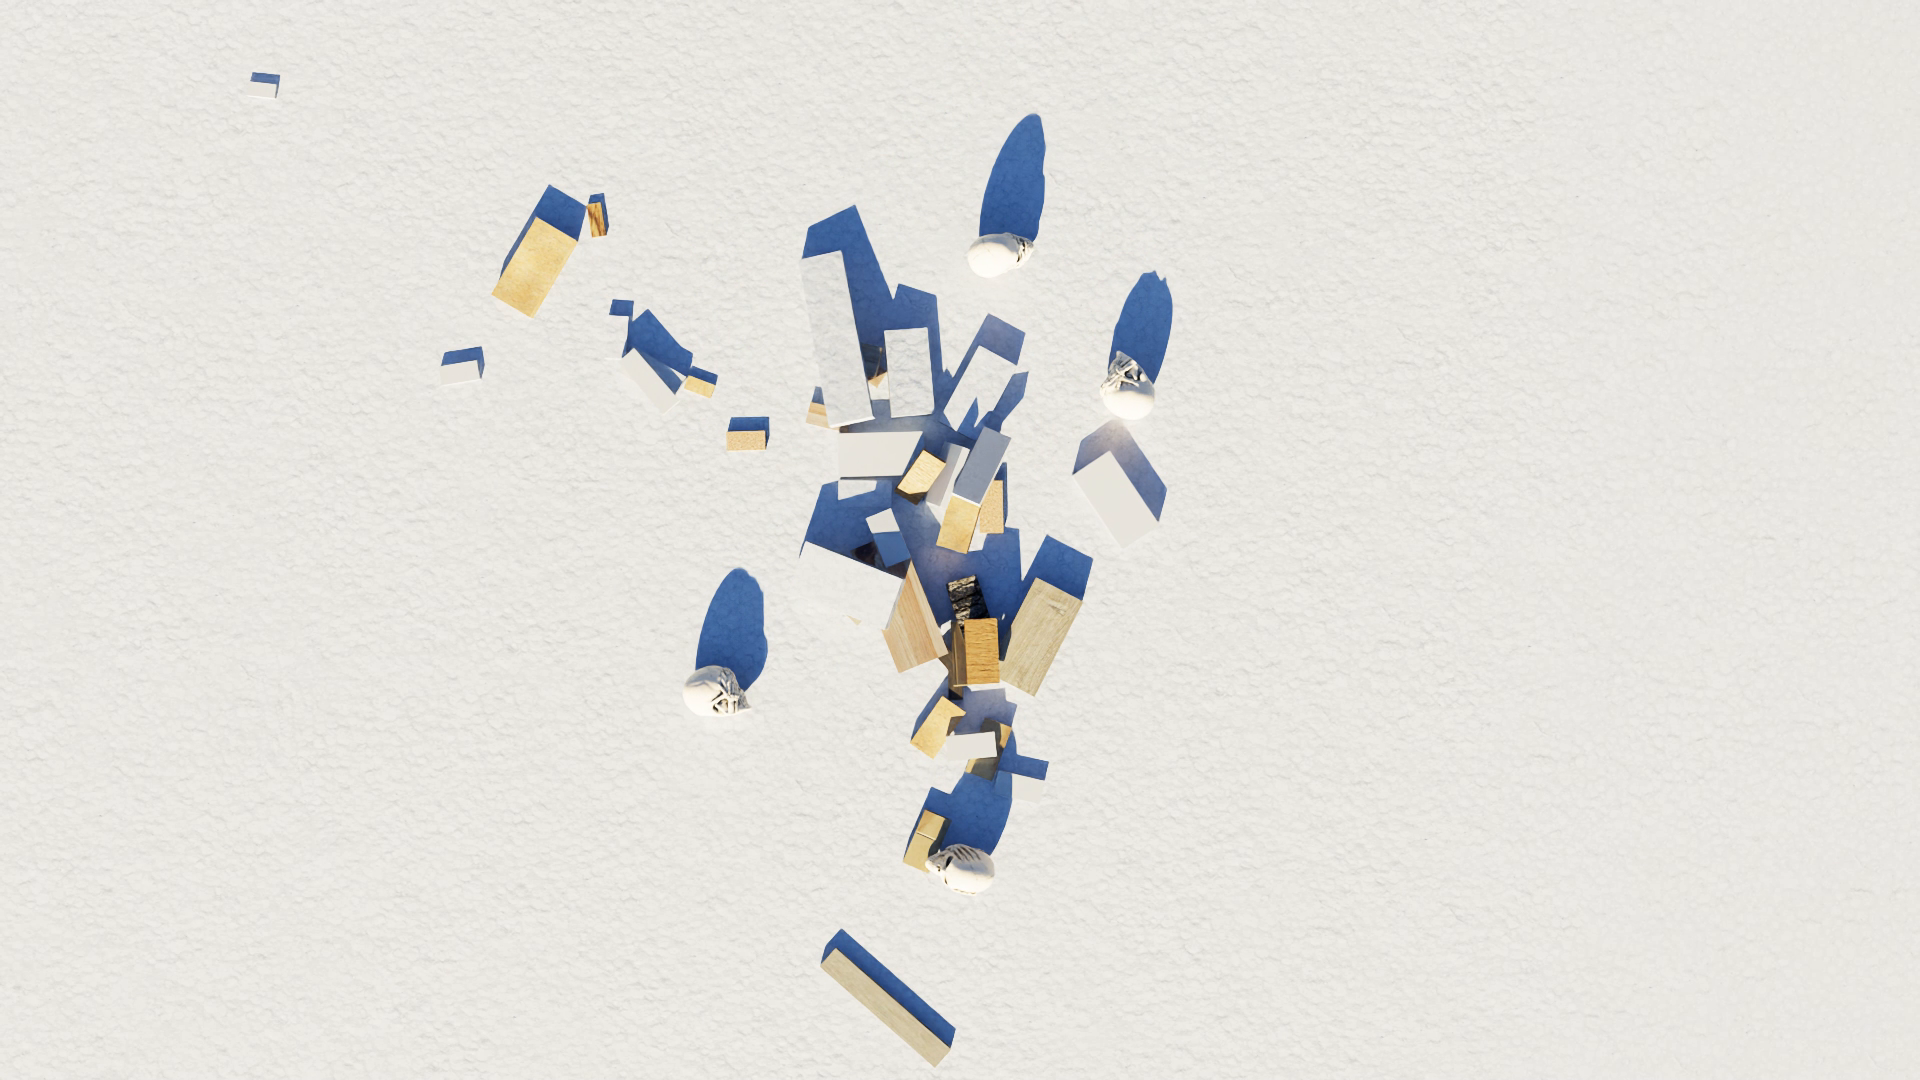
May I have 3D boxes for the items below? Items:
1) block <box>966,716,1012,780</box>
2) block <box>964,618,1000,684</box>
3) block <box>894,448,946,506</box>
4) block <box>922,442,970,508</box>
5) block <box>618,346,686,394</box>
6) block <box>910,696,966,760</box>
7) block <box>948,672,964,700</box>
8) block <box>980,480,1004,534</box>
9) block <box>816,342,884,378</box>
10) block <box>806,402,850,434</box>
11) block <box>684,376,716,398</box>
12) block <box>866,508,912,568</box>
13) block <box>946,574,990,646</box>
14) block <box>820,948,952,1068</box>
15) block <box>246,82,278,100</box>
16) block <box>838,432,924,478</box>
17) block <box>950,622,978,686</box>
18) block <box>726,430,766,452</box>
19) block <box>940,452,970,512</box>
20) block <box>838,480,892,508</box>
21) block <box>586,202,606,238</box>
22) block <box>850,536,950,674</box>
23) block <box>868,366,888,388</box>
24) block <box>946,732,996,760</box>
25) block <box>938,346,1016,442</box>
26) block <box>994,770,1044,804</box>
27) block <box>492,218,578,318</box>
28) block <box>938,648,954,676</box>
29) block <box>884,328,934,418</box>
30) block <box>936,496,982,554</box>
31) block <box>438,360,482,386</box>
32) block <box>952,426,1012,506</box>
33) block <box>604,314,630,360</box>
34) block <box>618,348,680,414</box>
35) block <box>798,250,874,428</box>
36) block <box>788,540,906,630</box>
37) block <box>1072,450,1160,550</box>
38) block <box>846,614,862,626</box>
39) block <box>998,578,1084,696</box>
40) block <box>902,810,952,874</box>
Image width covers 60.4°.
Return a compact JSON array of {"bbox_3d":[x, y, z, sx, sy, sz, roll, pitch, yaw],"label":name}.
[{"bbox_3d":[0.095,0.695,5.487,0.095,0.027,0.190,20,90,0],"label":"block"},{"bbox_3d":[0.072,0.364,5.408,0.106,0.030,0.212,-3,89,-4],"label":"block"},{"bbox_3d":[-0.132,-0.208,5.450,0.088,0.025,0.176,31,109,-13],"label":"block"},{"bbox_3d":[-0.047,-0.215,5.449,0.030,0.105,0.211,21,90,-38],"label":"block"},{"bbox_3d":[-1.023,-0.550,5.486,0.203,0.029,0.102,31,90,0],"label":"block"},{"bbox_3d":[-0.074,0.623,5.487,0.095,0.027,0.190,35,90,0],"label":"block"},{"bbox_3d":[-0.015,0.484,5.493,0.049,0.014,0.097,-1,90,0],"label":"block"},{"bbox_3d":[0.103,-0.110,5.489,0.079,0.022,0.174,-1,90,0],"label":"block"},{"bbox_3d":[-0.366,-0.610,5.468,0.203,0.029,0.102,14,87,8],"label":"block"},{"bbox_3d":[-0.436,-0.407,5.490,0.143,0.020,0.072,14,90,0],"label":"block"},{"bbox_3d":[-0.867,-0.509,5.493,0.094,0.013,0.047,21,90,0],"label":"block"},{"bbox_3d":[-0.235,-0.006,5.430,0.088,0.025,0.176,-23,85,3],"label":"block"},{"bbox_3d":[0.035,0.232,5.460,0.106,0.030,0.212,-17,78,-4],"label":"block"},{"bbox_3d":[-0.248,1.555,5.489,0.510,0.023,0.081,41,90,0],"label":"block"},{"bbox_3d":[-2.325,-1.498,5.493,0.094,0.013,0.047,6,90,0],"label":"block"},{"bbox_3d":[-0.261,-0.285,5.480,0.285,0.040,0.143,-1,90,0],"label":"block"},{"bbox_3d":[0.027,0.374,5.460,0.106,0.030,0.212,-3,78,-1],"label":"block"},{"bbox_3d":[-0.712,-0.330,5.491,0.128,0.018,0.064,-2,90,0],"label":"block"},{"bbox_3d":[0.019,-0.185,5.471,0.105,0.030,0.211,17,93,10],"label":"block"},{"bbox_3d":[-0.315,-0.153,5.488,0.178,0.025,0.088,1,90,0],"label":"block"},{"bbox_3d":[-1.211,-1.065,5.493,0.047,0.013,0.111,-9,90,0],"label":"block"},{"bbox_3d":[-0.199,0.205,5.454,0.177,0.050,0.436,-22,85,3],"label":"block"},{"bbox_3d":[-0.312,-0.567,5.491,0.128,0.018,0.064,33,90,0],"label":"block"},{"bbox_3d":[0.037,0.682,5.462,0.162,0.023,0.081,-6,90,0],"label":"block"},{"bbox_3d":[0.059,-0.485,5.480,0.143,0.040,0.285,29,90,0],"label":"block"},{"bbox_3d":[0.196,0.821,5.489,0.158,0.022,0.079,13,90,0],"label":"block"},{"bbox_3d":[-1.413,-0.903,5.479,0.149,0.042,0.297,30,90,0],"label":"block"},{"bbox_3d":[-0.035,0.400,5.482,0.049,0.014,0.097,-43,81,4],"label":"block"},{"bbox_3d":[-0.168,-0.555,5.471,0.143,0.040,0.285,-5,90,-7],"label":"block"},{"bbox_3d":[0.003,-0.070,5.442,0.105,0.030,0.211,17,93,11],"label":"block"},{"bbox_3d":[-1.665,-0.556,5.491,0.128,0.018,0.064,-9,90,0],"label":"block"},{"bbox_3d":[0.073,-0.242,5.421,0.102,0.029,0.250,24,79,12],"label":"block"},{"bbox_3d":[-1.142,-0.674,5.490,0.072,0.020,0.143,4,90,0],"label":"block"},{"bbox_3d":[-1.029,-0.524,5.461,0.072,0.020,0.228,-41,90,0],"label":"block"},{"bbox_3d":[-0.408,-0.663,5.442,0.148,0.042,0.567,-12,84,6],"label":"block"},{"bbox_3d":[-0.371,0.148,5.428,0.354,0.050,0.177,21,96,13],"label":"block"},{"bbox_3d":[0.516,-0.131,5.479,0.149,0.042,0.297,-34,90,0],"label":"block"},{"bbox_3d":[-0.370,0.200,5.489,0.162,0.023,0.081,45,90,0],"label":"block"},{"bbox_3d":[0.249,0.321,5.475,0.177,0.050,0.354,27,90,0],"label":"block"},{"bbox_3d":[-0.110,1.002,5.487,0.095,0.027,0.190,24,90,0],"label":"block"}]
